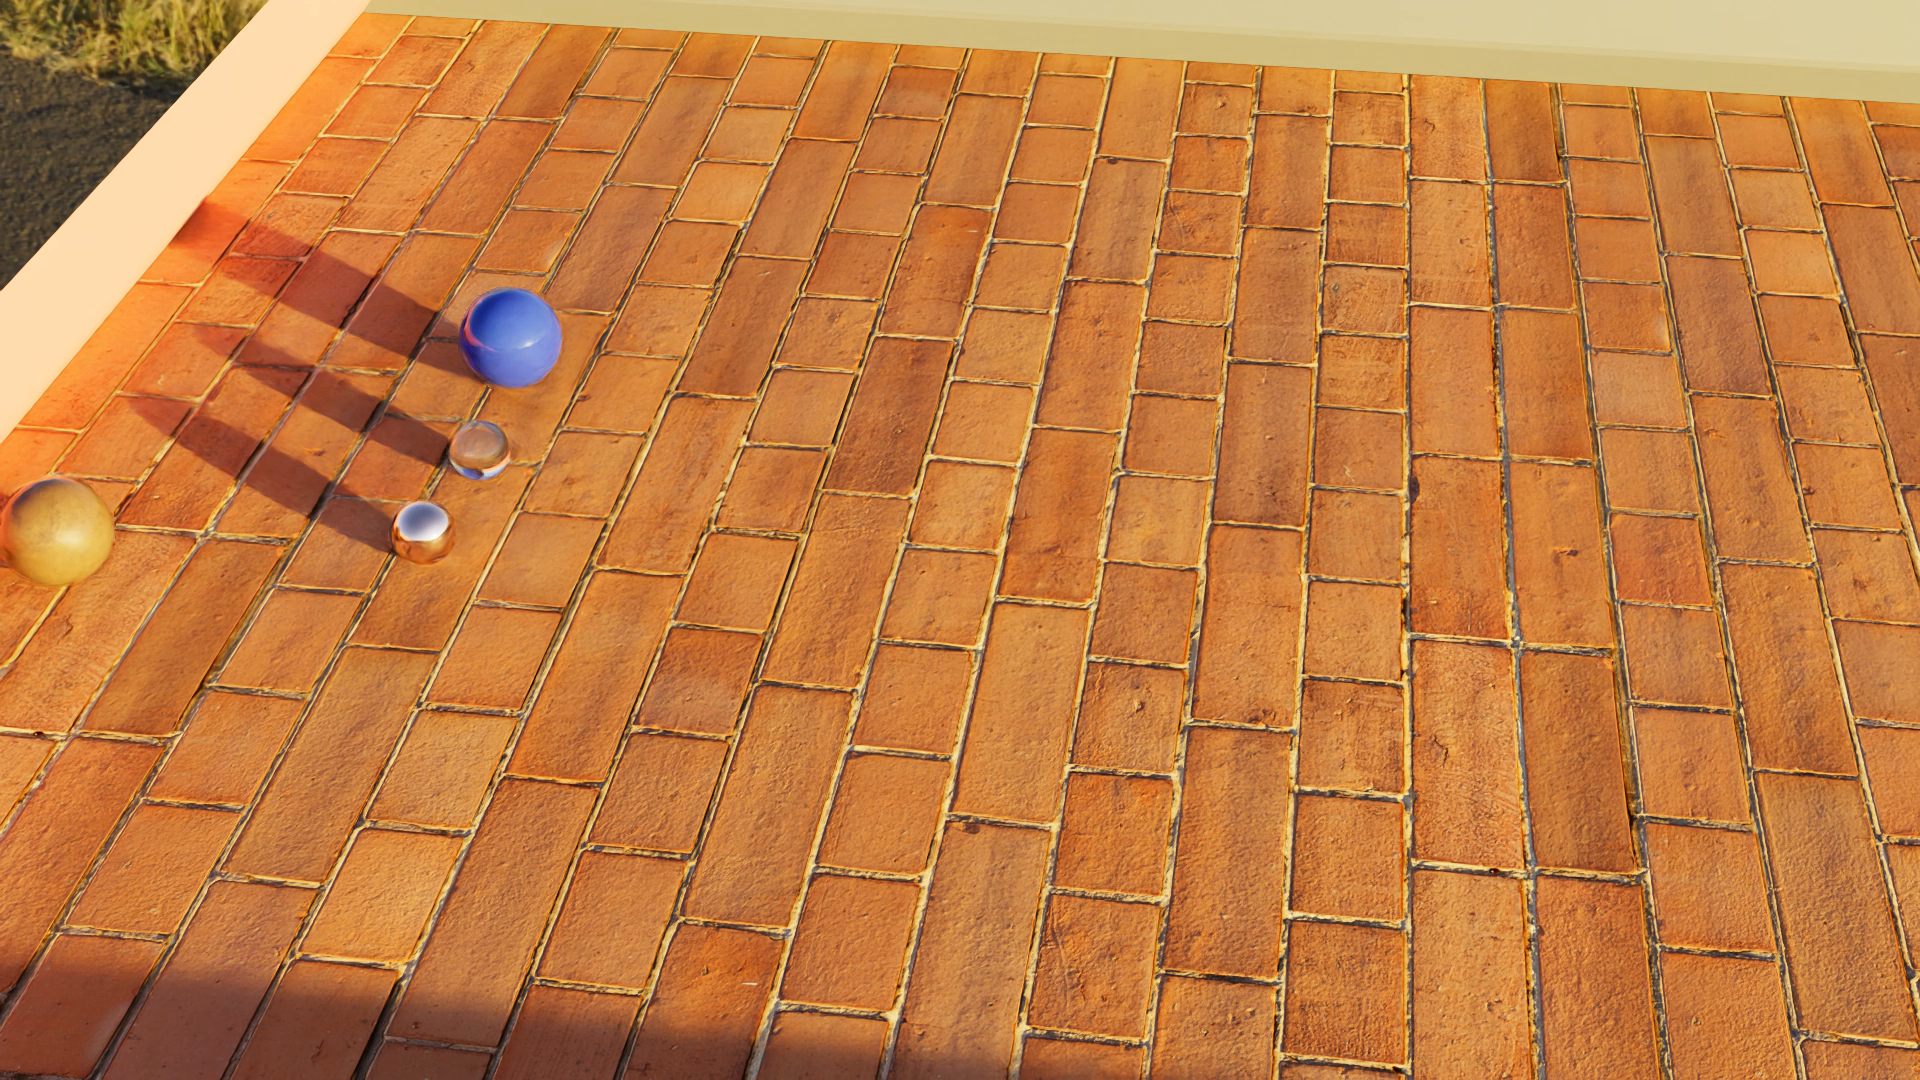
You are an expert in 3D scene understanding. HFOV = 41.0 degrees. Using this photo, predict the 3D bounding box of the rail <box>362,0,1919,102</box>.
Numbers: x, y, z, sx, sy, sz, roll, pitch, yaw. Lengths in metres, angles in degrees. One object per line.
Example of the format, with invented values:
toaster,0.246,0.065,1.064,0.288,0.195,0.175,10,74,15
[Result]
rail,0.929,-0.485,2.584,3.216,0.110,0.045,5,35,7

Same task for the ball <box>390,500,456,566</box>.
ball,-0.407,-0.006,1.947,0.049,0.049,0.049,0,35,0

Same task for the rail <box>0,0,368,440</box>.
rail,-0.773,-0.083,2.003,0.045,0.110,1.930,5,35,7

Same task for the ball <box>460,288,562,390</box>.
ball,-0.376,-0.169,2.151,0.085,0.085,0.085,0,35,0

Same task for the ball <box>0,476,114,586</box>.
ball,-0.676,-0.007,1.919,0.083,0.083,0.083,0,35,0

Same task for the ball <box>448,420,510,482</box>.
ball,-0.382,-0.071,2.042,0.049,0.049,0.049,0,35,0
